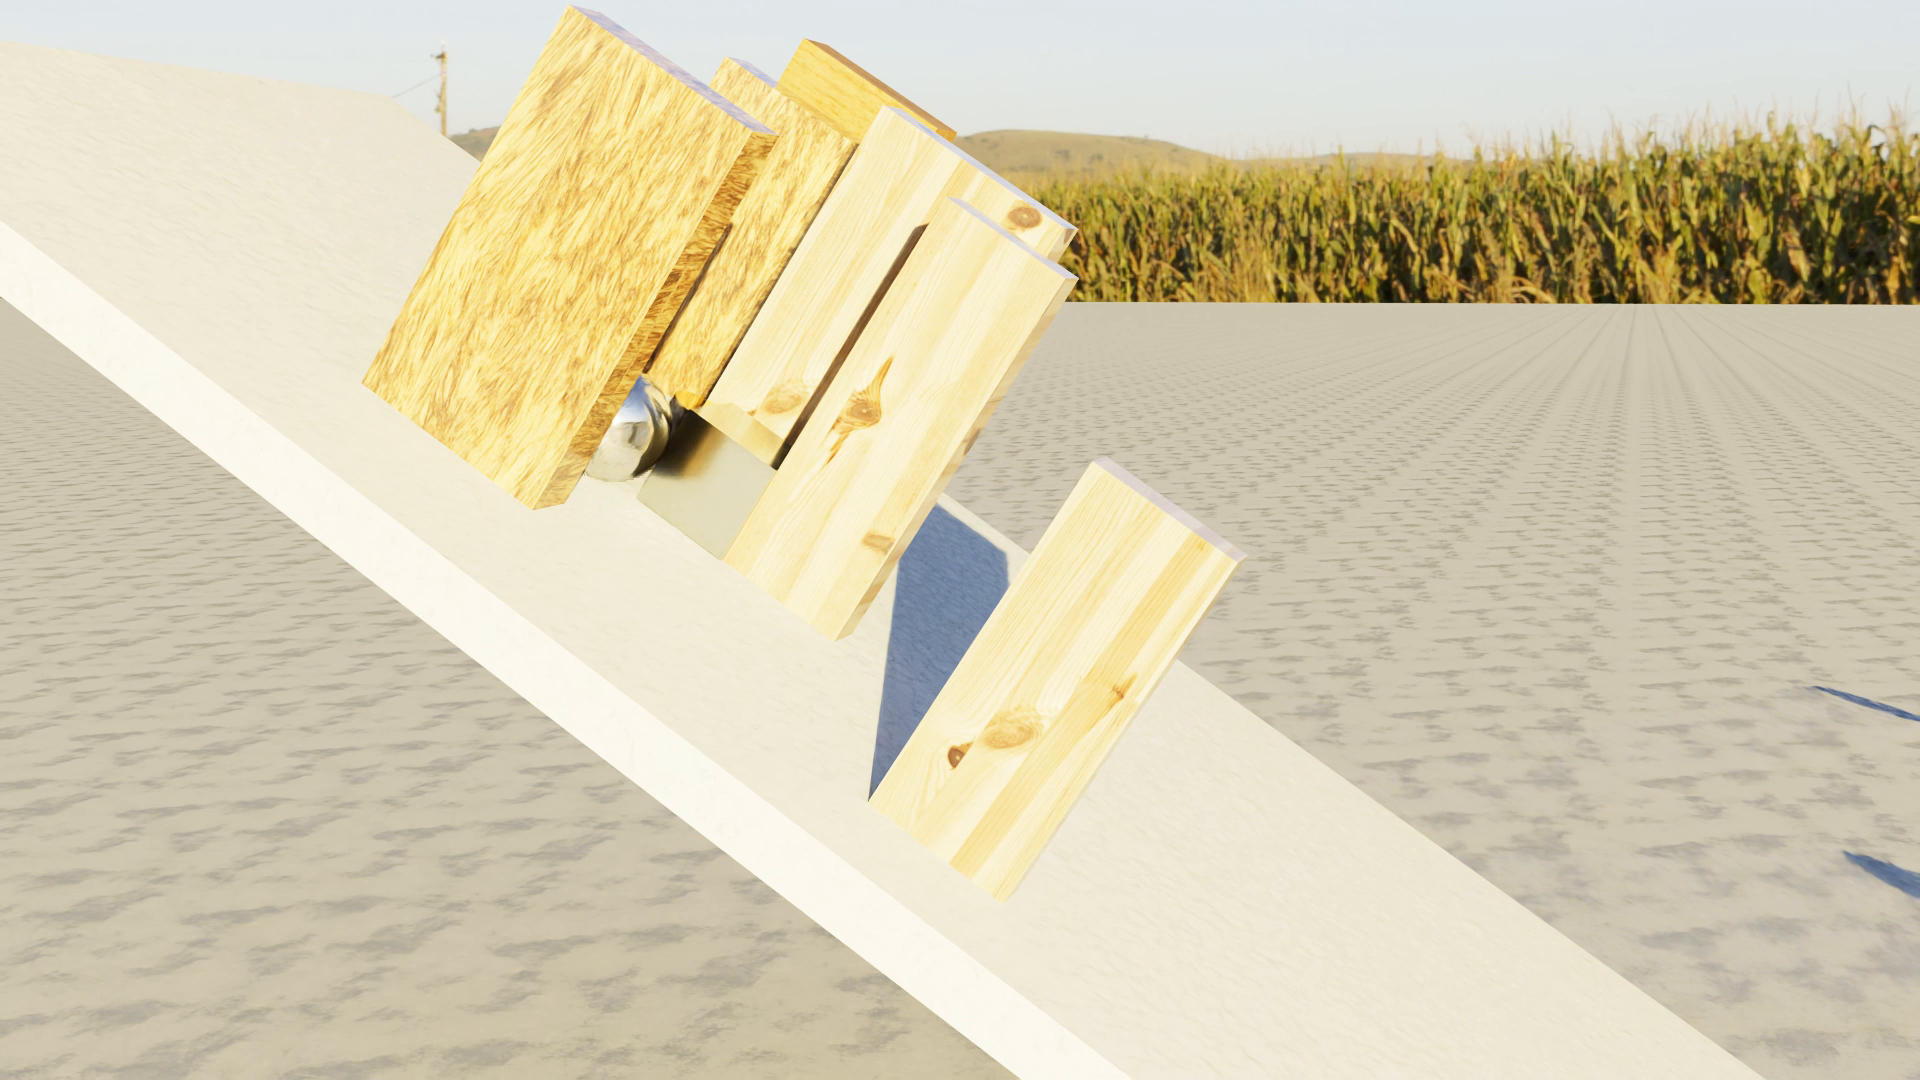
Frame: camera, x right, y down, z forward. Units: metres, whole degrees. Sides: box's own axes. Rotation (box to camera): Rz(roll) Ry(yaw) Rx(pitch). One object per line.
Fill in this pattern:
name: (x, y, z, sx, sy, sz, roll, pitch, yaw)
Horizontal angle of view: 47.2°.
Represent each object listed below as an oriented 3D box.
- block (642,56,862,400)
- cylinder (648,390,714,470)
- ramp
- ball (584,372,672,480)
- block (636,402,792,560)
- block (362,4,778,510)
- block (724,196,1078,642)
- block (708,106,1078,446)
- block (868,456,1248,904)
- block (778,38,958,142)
block: (-0.496, -0.624, 4.525, 0.320, 0.647, 0.111, 36, 15, 10)
cylinder: (-0.506, -0.184, 4.111, 0.138, 0.138, 0.138, 30, 15, -9)
ramp: (-0.125, 0.212, 4.099, 4.000, 0.100, 2.000, 36, 15, 10)
ball: (-0.607, -0.207, 3.850, 0.204, 0.204, 0.204, 0, 7, 0)
block: (-0.418, -0.107, 3.941, 0.192, 0.192, 0.192, 36, 15, 10)
block: (-0.638, -0.450, 3.561, 0.369, 0.716, 0.114, 36, 15, 10)
block: (-0.108, -0.203, 3.791, 0.247, 0.751, 0.093, 36, 15, 10)
block: (-0.166, -0.364, 4.119, 0.409, 0.781, 0.101, 36, 15, 10)
block: (0.139, 0.209, 3.242, 0.253, 0.626, 0.087, 36, 15, 10)
block: (-0.360, -0.677, 4.804, 0.357, 0.730, 0.142, 36, 15, 10)
